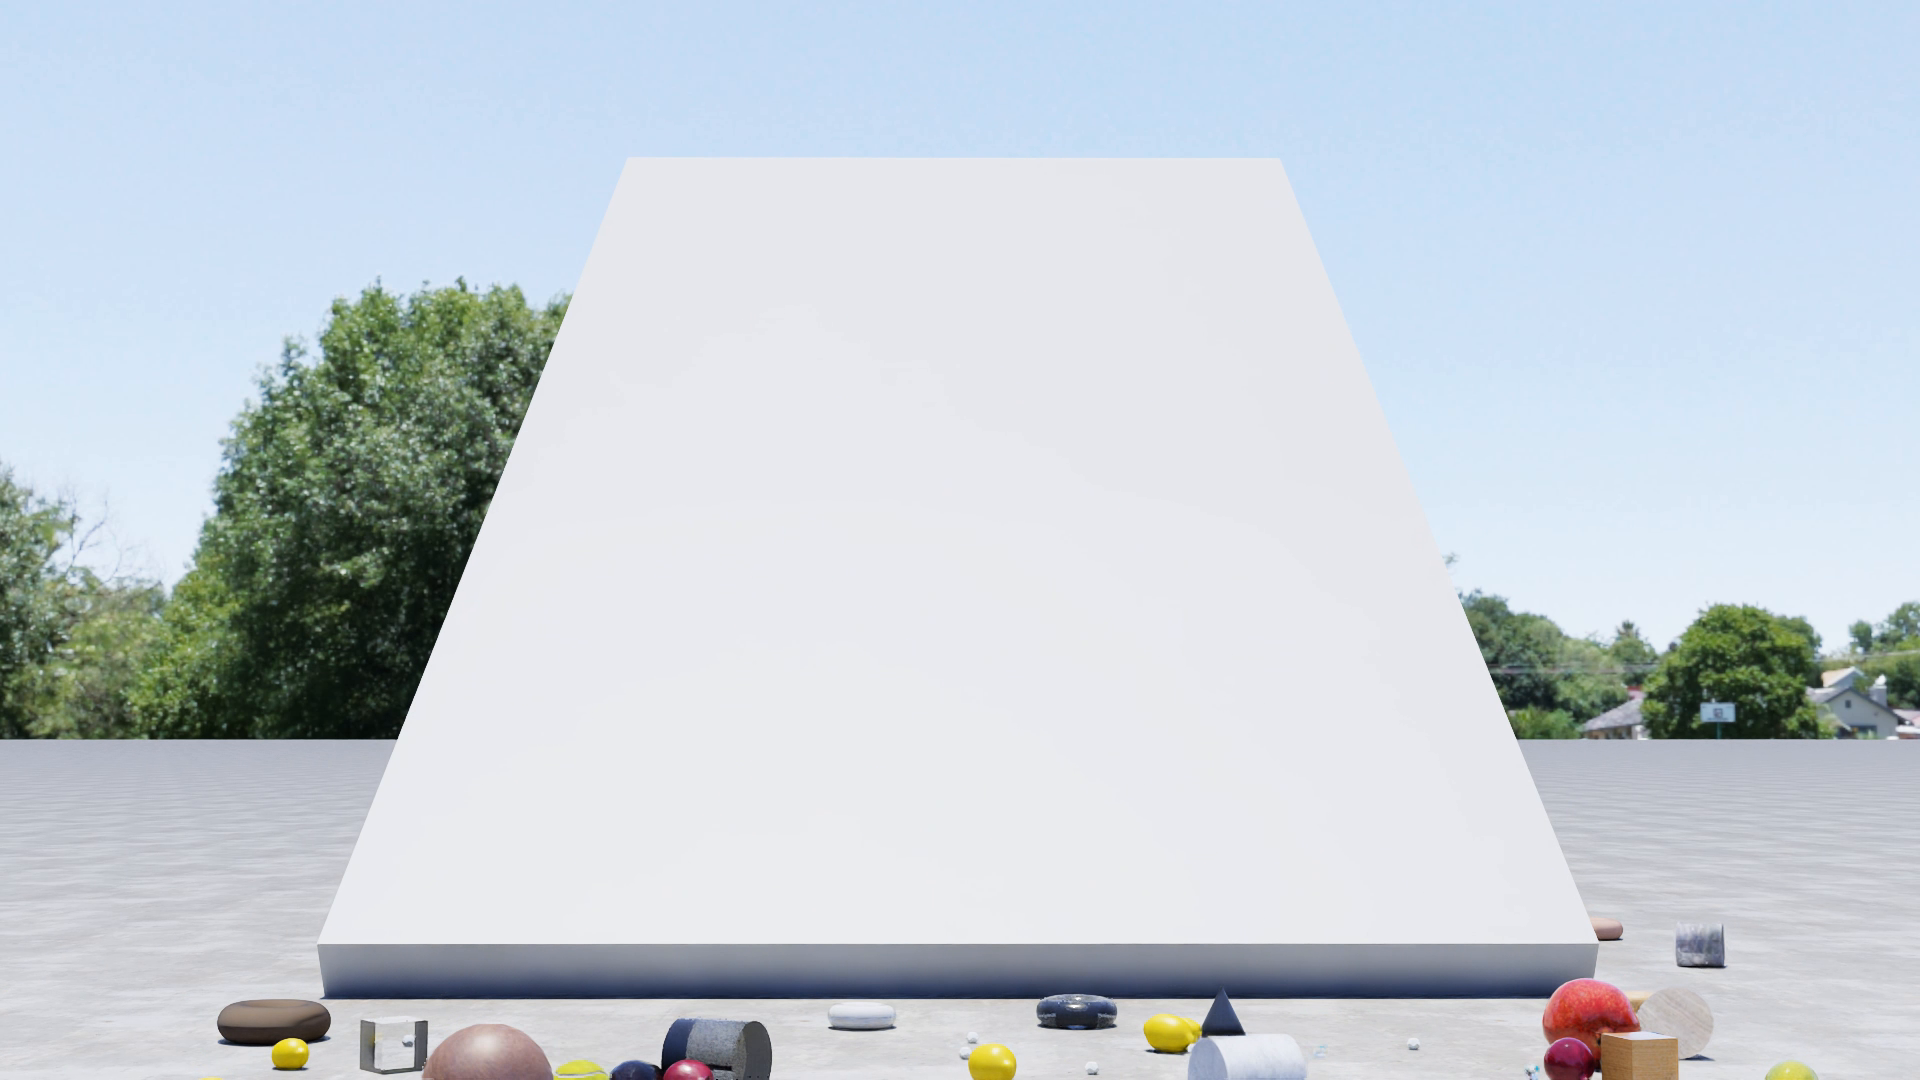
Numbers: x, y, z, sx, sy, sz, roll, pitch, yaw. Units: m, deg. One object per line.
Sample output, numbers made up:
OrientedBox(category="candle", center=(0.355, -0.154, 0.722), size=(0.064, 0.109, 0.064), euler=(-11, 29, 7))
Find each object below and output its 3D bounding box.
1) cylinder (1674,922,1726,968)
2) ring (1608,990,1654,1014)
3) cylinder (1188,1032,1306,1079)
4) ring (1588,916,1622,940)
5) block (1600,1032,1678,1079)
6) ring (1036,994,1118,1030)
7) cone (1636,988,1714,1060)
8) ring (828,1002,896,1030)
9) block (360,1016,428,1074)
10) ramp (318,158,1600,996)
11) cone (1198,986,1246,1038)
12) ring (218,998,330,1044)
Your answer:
OrientedBox(category="cylinder", center=(1.313, 0.718, 4.200), size=(0.077, 0.077, 0.077), euler=(1, -4, 24))
OrientedBox(category="ring", center=(1.008, 0.687, 3.524), size=(0.084, 0.028, 0.084), euler=(0, -6, 0))
OrientedBox(category="cylinder", center=(0.305, 0.572, 2.513), size=(0.093, 0.093, 0.093), euler=(2, -5, -21))
OrientedBox(category="ring", center=(1.273, 0.783, 4.771), size=(0.122, 0.041, 0.122), euler=(1, -4, 0))
OrientedBox(category="block", center=(0.789, 0.607, 2.750), size=(0.062, 0.062, 0.062), euler=(2, -5, -18))
OrientedBox(category="ring", center=(0.165, 0.668, 3.354), size=(0.116, 0.039, 0.116), euler=(0, -3, 0))
OrientedBox(category="cone", center=(0.931, 0.642, 3.058), size=(0.096, 0.096, 0.096), euler=(-2, -32, 26))
OrientedBox(category="ring", center=(-0.138, 0.669, 3.330), size=(0.098, 0.033, 0.098), euler=(1, -6, 0))
OrientedBox(category="block", center=(-0.697, 0.621, 2.914), size=(0.061, 0.061, 0.061), euler=(4, -6, -39))
OrientedBox(category="ramp", center=(-0.010, -0.227, 5.501), size=(2.000, 0.100, 4.000), euler=(0, 27, 0))
OrientedBox(category="cone", center=(0.359, 0.645, 3.246), size=(0.067, 0.067, 0.067), euler=(0, -5, 0))
OrientedBox(category="ring", center=(-0.926, 0.651, 3.198), size=(0.148, 0.049, 0.148), euler=(1, -5, 0))
